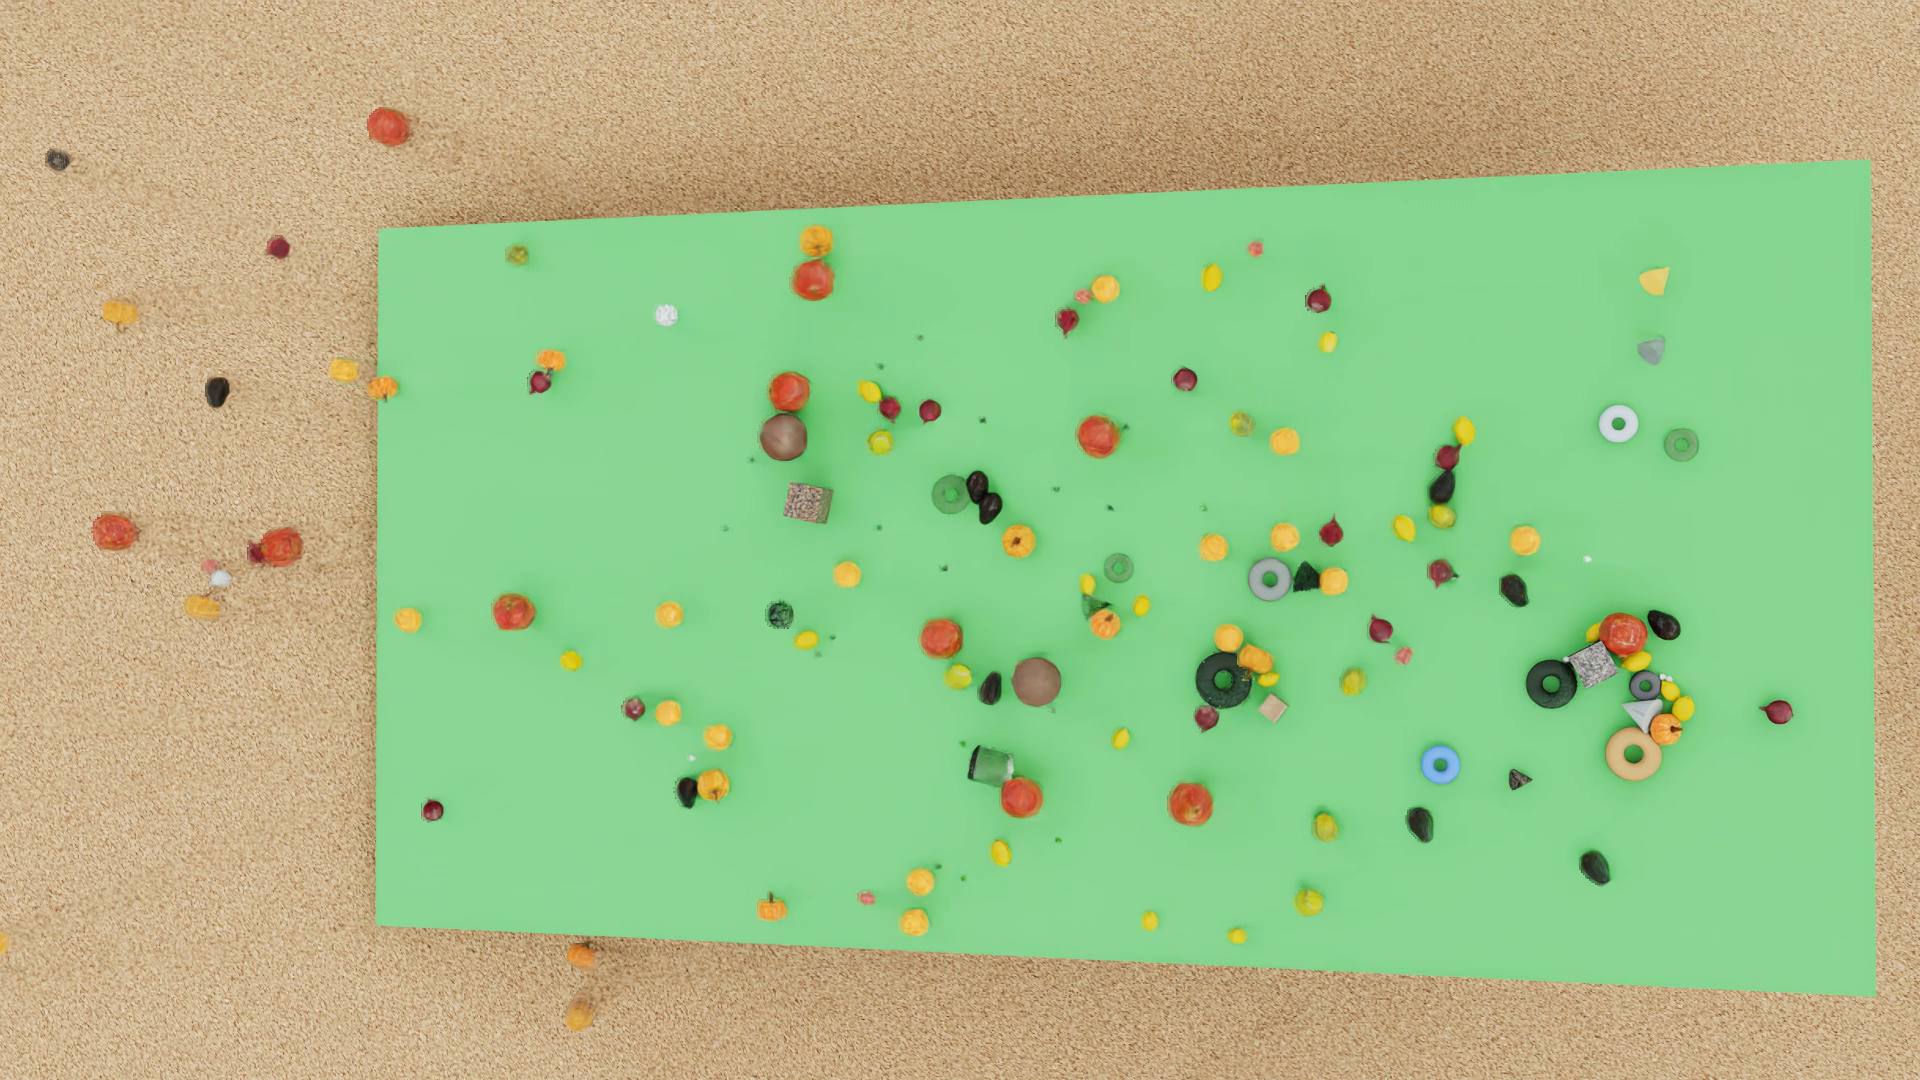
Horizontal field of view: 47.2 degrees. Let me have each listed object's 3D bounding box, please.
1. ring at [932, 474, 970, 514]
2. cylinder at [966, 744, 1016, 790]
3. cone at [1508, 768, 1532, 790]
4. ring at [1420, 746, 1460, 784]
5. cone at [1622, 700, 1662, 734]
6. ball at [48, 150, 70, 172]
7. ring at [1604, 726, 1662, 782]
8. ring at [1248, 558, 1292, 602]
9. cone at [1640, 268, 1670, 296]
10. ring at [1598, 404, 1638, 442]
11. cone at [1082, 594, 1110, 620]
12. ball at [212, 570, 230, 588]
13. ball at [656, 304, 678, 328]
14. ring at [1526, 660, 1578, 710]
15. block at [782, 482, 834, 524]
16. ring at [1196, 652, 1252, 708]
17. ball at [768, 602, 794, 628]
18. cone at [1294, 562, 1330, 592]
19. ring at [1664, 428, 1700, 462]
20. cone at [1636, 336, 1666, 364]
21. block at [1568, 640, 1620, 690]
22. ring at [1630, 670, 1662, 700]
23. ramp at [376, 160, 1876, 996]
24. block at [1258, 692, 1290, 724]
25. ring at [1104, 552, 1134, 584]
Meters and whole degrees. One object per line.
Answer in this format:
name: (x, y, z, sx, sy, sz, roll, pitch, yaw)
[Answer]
ring: (-0.024, -0.121, 5.845, 0.108, 0.036, 0.108, 0, 90, 15)
cylinder: (0.082, 0.597, 5.774, 0.096, 0.096, 0.096, 20, 89, 24)
cone: (1.396, 0.594, 5.448, 0.053, 0.053, 0.053, 2, 89, -11)
ring: (1.201, 0.562, 5.499, 0.097, 0.032, 0.097, 0, 90, 16)
cone: (1.652, 0.415, 5.372, 0.090, 0.090, 0.090, 24, 89, 41)
ball: (-2.624, -1.104, 6.400, 0.060, 0.060, 0.060, 0, 89, 0)
ring: (1.645, 0.523, 5.371, 0.134, 0.045, 0.134, -1, 88, 16)
ring: (0.792, 0.101, 5.616, 0.114, 0.038, 0.114, 0, 90, 17)
cone: (1.714, -0.646, 5.375, 0.070, 0.070, 0.070, -41, 89, -16)
ring: (1.616, -0.285, 5.397, 0.094, 0.031, 0.094, -1, 88, 16)
cone: (0.361, 0.171, 5.736, 0.072, 0.072, 0.072, -7, 89, -12)
ball: (-2.147, 0.112, 6.384, 0.051, 0.051, 0.051, 0, 89, 0)
ball: (-0.807, -0.618, 6.055, 0.063, 0.063, 0.063, 0, 89, 0)
ring: (1.459, 0.356, 5.426, 0.123, 0.041, 0.123, 0, 89, 17)
block: (-0.408, -0.100, 5.920, 0.094, 0.094, 0.094, 13, 93, 15)
ring: (0.676, 0.359, 5.638, 0.147, 0.049, 0.147, 0, 88, 16)
ball: (-0.485, 0.203, 5.949, 0.070, 0.070, 0.070, 0, 89, 0)
cone: (0.903, 0.105, 5.585, 0.083, 0.083, 0.083, 18, 89, -12)
ring: (1.759, -0.231, 5.359, 0.083, 0.028, 0.083, 0, 91, 16)
cone: (1.704, -0.476, 5.376, 0.067, 0.067, 0.067, -42, 89, -16)
block: (1.550, 0.304, 5.377, 0.088, 0.088, 0.088, -29, 82, 13)
ring: (1.675, 0.357, 5.374, 0.077, 0.026, 0.077, 0, 91, 15)
ramp: (0.267, 0.097, 5.832, 4.000, 0.100, 2.000, 0, 89, 15)
block: (0.799, 0.428, 5.600, 0.054, 0.054, 0.054, 38, 99, 13)
ring: (0.413, 0.073, 5.726, 0.080, 0.027, 0.080, 0, 90, 15)
